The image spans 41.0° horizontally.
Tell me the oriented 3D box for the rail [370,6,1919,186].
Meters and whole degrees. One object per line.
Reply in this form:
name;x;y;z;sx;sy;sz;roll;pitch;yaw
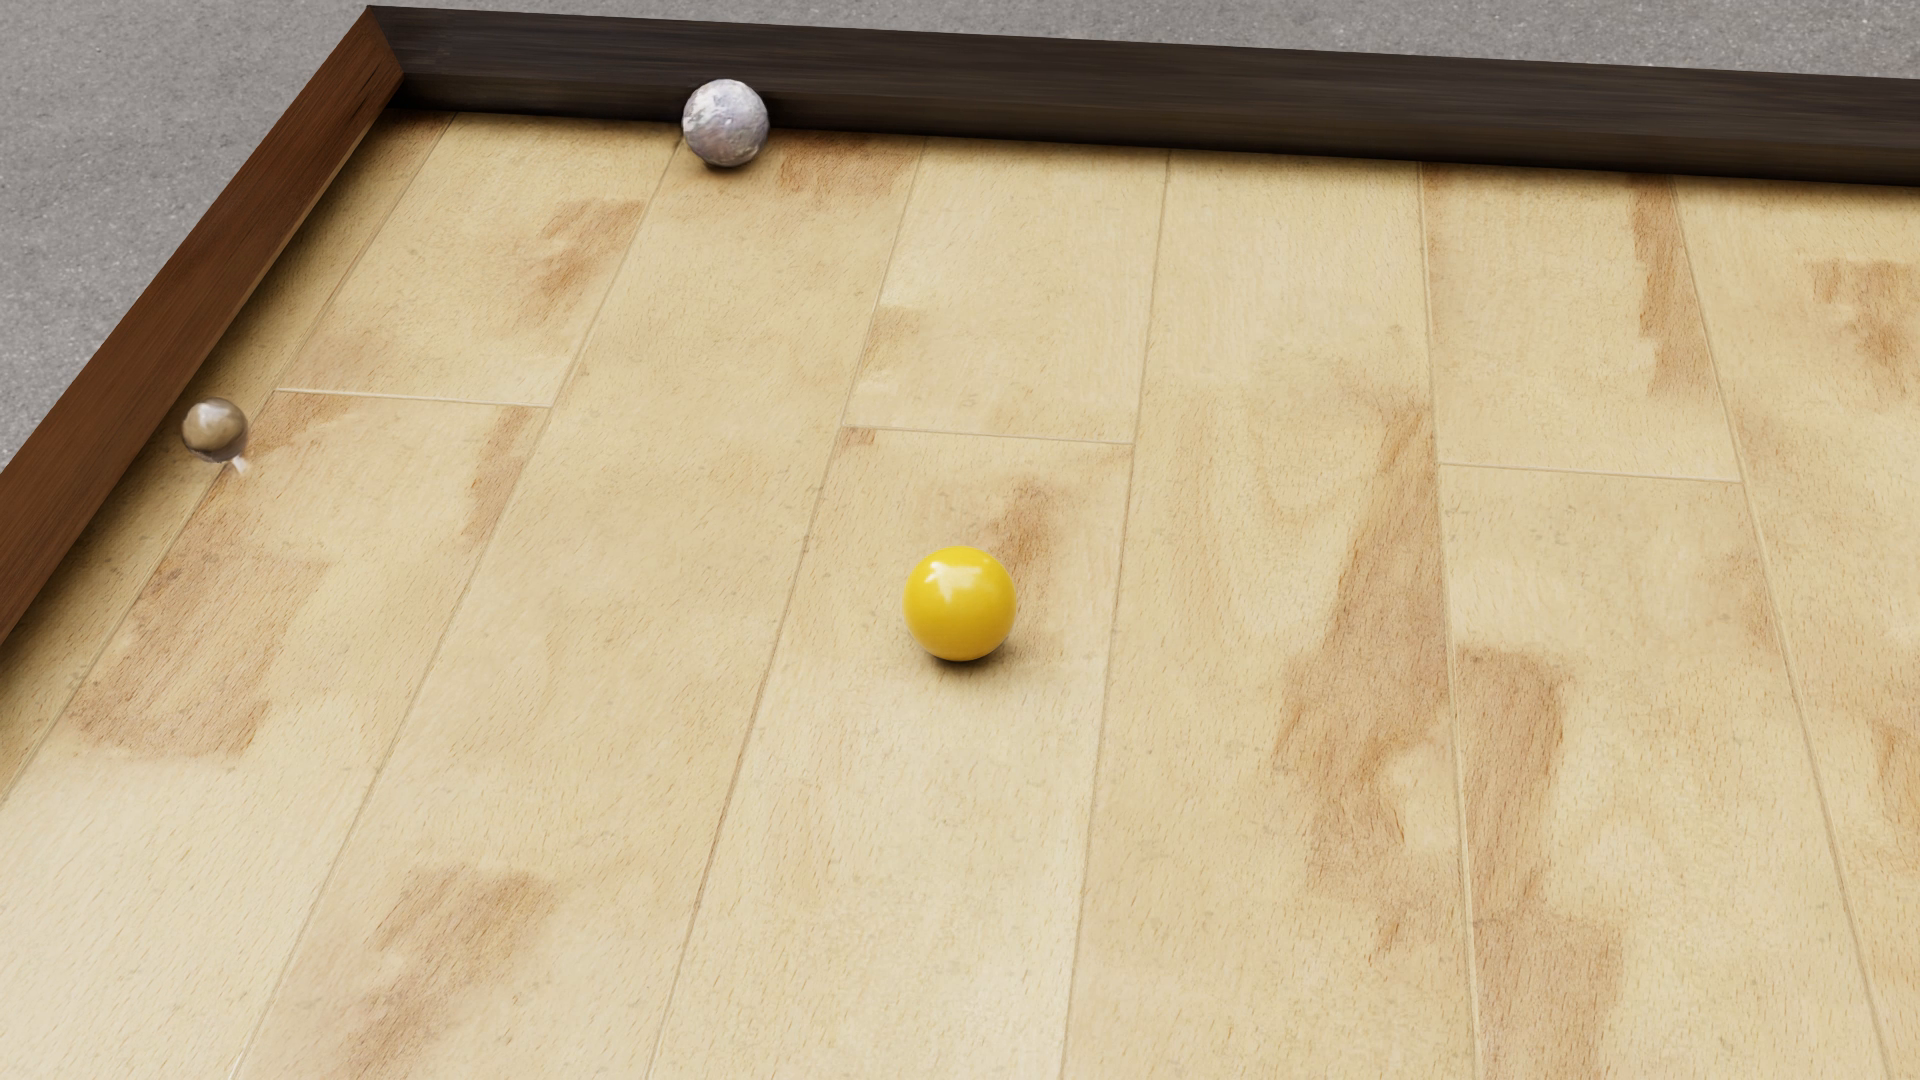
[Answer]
rail;0.793;-0.397;2.515;2.831;0.113;0.045;4;35;6

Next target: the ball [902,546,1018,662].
ball;0.000;0.047;1.893;0.086;0.086;0.086;0;34;0

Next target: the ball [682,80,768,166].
ball;-0.235;-0.418;2.570;0.087;0.087;0.087;0;34;0

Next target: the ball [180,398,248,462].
ball;-0.616;-0.091;2.122;0.054;0.054;0.054;0;34;0

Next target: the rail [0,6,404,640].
rail;-0.679;-0.062;2.026;0.045;0.113;1.572;4;35;6
